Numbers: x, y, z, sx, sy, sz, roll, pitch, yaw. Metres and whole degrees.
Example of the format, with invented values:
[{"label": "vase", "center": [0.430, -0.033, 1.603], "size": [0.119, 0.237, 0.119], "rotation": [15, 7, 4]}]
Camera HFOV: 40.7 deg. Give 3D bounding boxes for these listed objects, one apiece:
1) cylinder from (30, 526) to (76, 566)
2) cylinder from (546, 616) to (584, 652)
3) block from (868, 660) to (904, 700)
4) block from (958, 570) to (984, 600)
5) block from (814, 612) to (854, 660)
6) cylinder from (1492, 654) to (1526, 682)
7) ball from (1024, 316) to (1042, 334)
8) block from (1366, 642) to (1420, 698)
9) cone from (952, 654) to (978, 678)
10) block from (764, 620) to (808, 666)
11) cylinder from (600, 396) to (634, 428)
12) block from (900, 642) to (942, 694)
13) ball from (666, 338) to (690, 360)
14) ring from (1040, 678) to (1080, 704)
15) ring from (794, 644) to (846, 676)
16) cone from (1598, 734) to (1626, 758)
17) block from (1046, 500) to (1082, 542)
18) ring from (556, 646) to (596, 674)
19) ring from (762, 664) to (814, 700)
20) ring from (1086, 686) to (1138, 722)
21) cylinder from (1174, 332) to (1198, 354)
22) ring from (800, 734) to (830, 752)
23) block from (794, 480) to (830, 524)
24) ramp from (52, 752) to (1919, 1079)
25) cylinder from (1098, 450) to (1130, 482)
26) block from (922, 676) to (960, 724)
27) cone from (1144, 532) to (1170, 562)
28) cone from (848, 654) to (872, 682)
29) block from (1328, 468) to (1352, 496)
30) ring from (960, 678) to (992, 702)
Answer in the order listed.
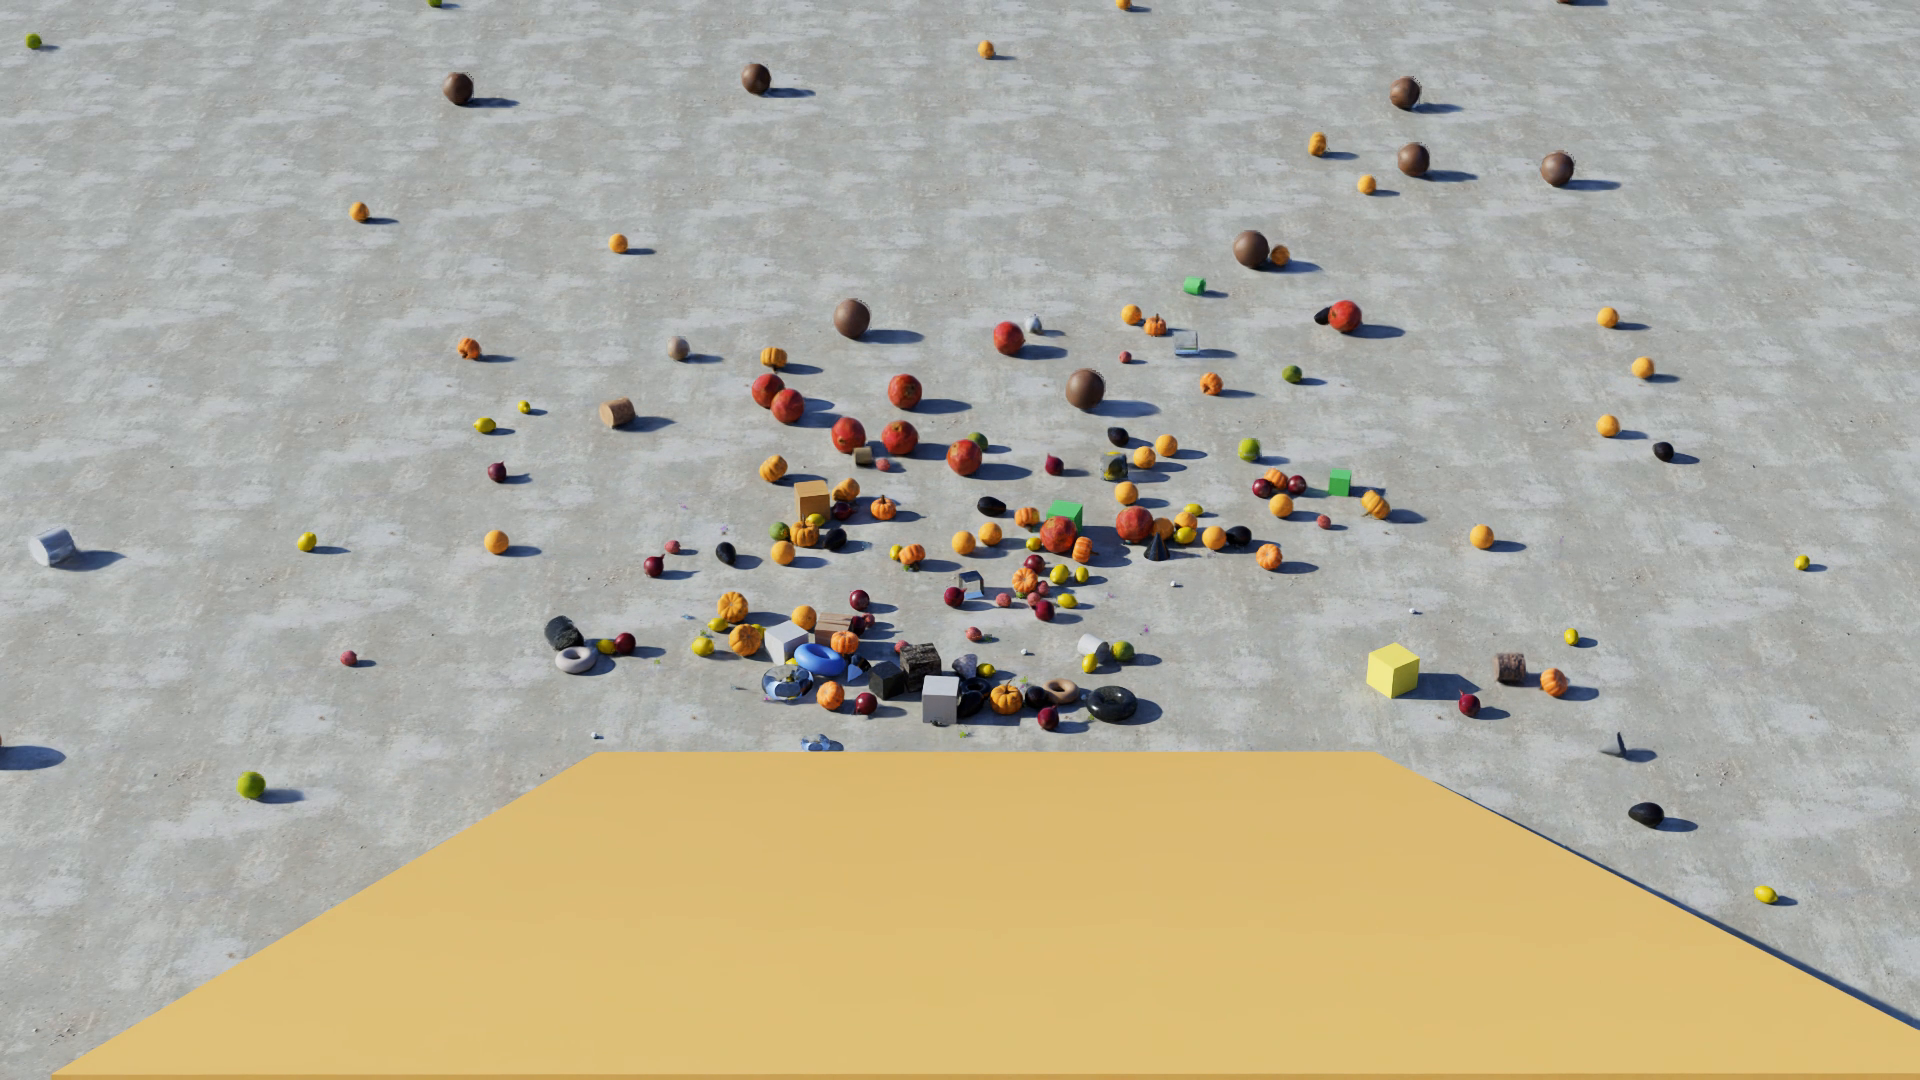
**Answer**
[{"label": "cylinder", "center": [-2.684, 0.019, 7.652], "size": [0.090, 0.090, 0.090], "rotation": [22, 37, 33]}, {"label": "cylinder", "center": [-1.105, 0.268, 7.225], "size": [0.083, 0.083, 0.083], "rotation": [-15, 33, -24]}, {"label": "block", "center": [-0.200, 0.382, 7.039], "size": [0.069, 0.069, 0.069], "rotation": [-19, 35, -30]}, {"label": "block", "center": [0.032, 0.130, 7.493], "size": [0.056, 0.056, 0.056], "rotation": [-11, 32, -18]}, {"label": "block", "center": [-0.350, 0.268, 7.217], "size": [0.091, 0.091, 0.091], "rotation": [4, 30, 8]}, {"label": "cylinder", "center": [1.506, 0.350, 7.092], "size": [0.073, 0.073, 0.073], "rotation": [3, 29, -7]}, {"label": "ball", "center": [0.255, -0.749, 9.022], "size": [0.059, 0.059, 0.059], "rotation": [0, 30, 0]}, {"label": "block", "center": [1.182, 0.356, 7.058], "size": [0.097, 0.097, 0.097], "rotation": [-19, 35, -29]}, {"label": "cone", "center": [0.026, 0.366, 7.102], "size": [0.078, 0.078, 0.078], "rotation": [-12, 58, -19]}, {"label": "block", "center": [-0.480, 0.291, 7.182], "size": [0.086, 0.086, 0.086], "rotation": [-23, 37, -35]}, {"label": "cylinder", "center": [-1.115, -0.416, 8.419], "size": [0.082, 0.082, 0.082], "rotation": [-22, 37, -34]}, {"label": "block", "center": [-0.107, 0.349, 7.075], "size": [0.092, 0.092, 0.092], "rotation": [-8, 31, -14]}, {"label": "ball", "center": [-0.963, -0.654, 8.839], "size": [0.078, 0.078, 0.078], "rotation": [0, 30, 0]}, {"label": "ring", "center": [0.272, 0.412, 7.023], "size": [0.106, 0.035, 0.106], "rotation": [0, 28, 0]}, {"label": "ring", "center": [-0.385, 0.330, 7.122], "size": [0.145, 0.048, 0.145], "rotation": [17, 17, -5]}, {"label": "cone", "center": [1.704, 0.547, 6.792], "size": [0.067, 0.067, 0.067], "rotation": [-18, 23, 23]}, {"label": "block", "center": [0.315, -0.056, 7.787], "size": [0.087, 0.087, 0.087], "rotation": [10, 31, 17]}, {"label": "ring", "center": [-1.064, 0.331, 7.162], "size": [0.112, 0.037, 0.112], "rotation": [0, 28, 0]}, {"label": "ring", "center": [-0.471, 0.388, 7.053], "size": [0.143, 0.048, 0.143], "rotation": [-1, 30, 1]}, {"label": "ring", "center": [0.408, 0.440, 6.963], "size": [0.139, 0.046, 0.139], "rotation": [-1, 30, 1]}, {"label": "cylinder", "center": [0.773, -0.675, 8.877], "size": [0.076, 0.076, 0.076], "rotation": [-1, 30, -1]}, {"label": "ring", "center": [-0.381, 0.536, 6.815], "size": [0.078, 0.026, 0.078], "rotation": [1, 29, 0]}, {"label": "block", "center": [-0.450, -0.117, 7.886], "size": [0.092, 0.092, 0.092], "rotation": [-7, 31, -12]}, {"label": "ramp", "center": [0.067, 0.596, 4.652], "size": [2.000, 0.100, 4.000], "rotation": [0, 0, 0]}, {"label": "cylinder", "center": [0.481, -0.230, 8.100], "size": [0.077, 0.077, 0.077], "rotation": [-22, 33, -3]}, {"label": "block", "center": [-0.051, 0.429, 6.936], "size": [0.092, 0.092, 0.092], "rotation": [2, 30, 4]}, {"label": "cone", "center": [0.586, 0.008, 7.679], "size": [0.081, 0.081, 0.081], "rotation": [0, 30, 0]}, {"label": "cone", "center": [-0.292, 0.363, 7.110], "size": [0.072, 0.072, 0.072], "rotation": [16, 60, 25]}, {"label": "block", "center": [1.178, -0.178, 8.025], "size": [0.061, 0.061, 0.061], "rotation": [7, 31, 12]}, {"label": "ring", "center": [0.041, 0.408, 7.033], "size": [0.098, 0.033, 0.098], "rotation": [-1, 30, 1]}]
